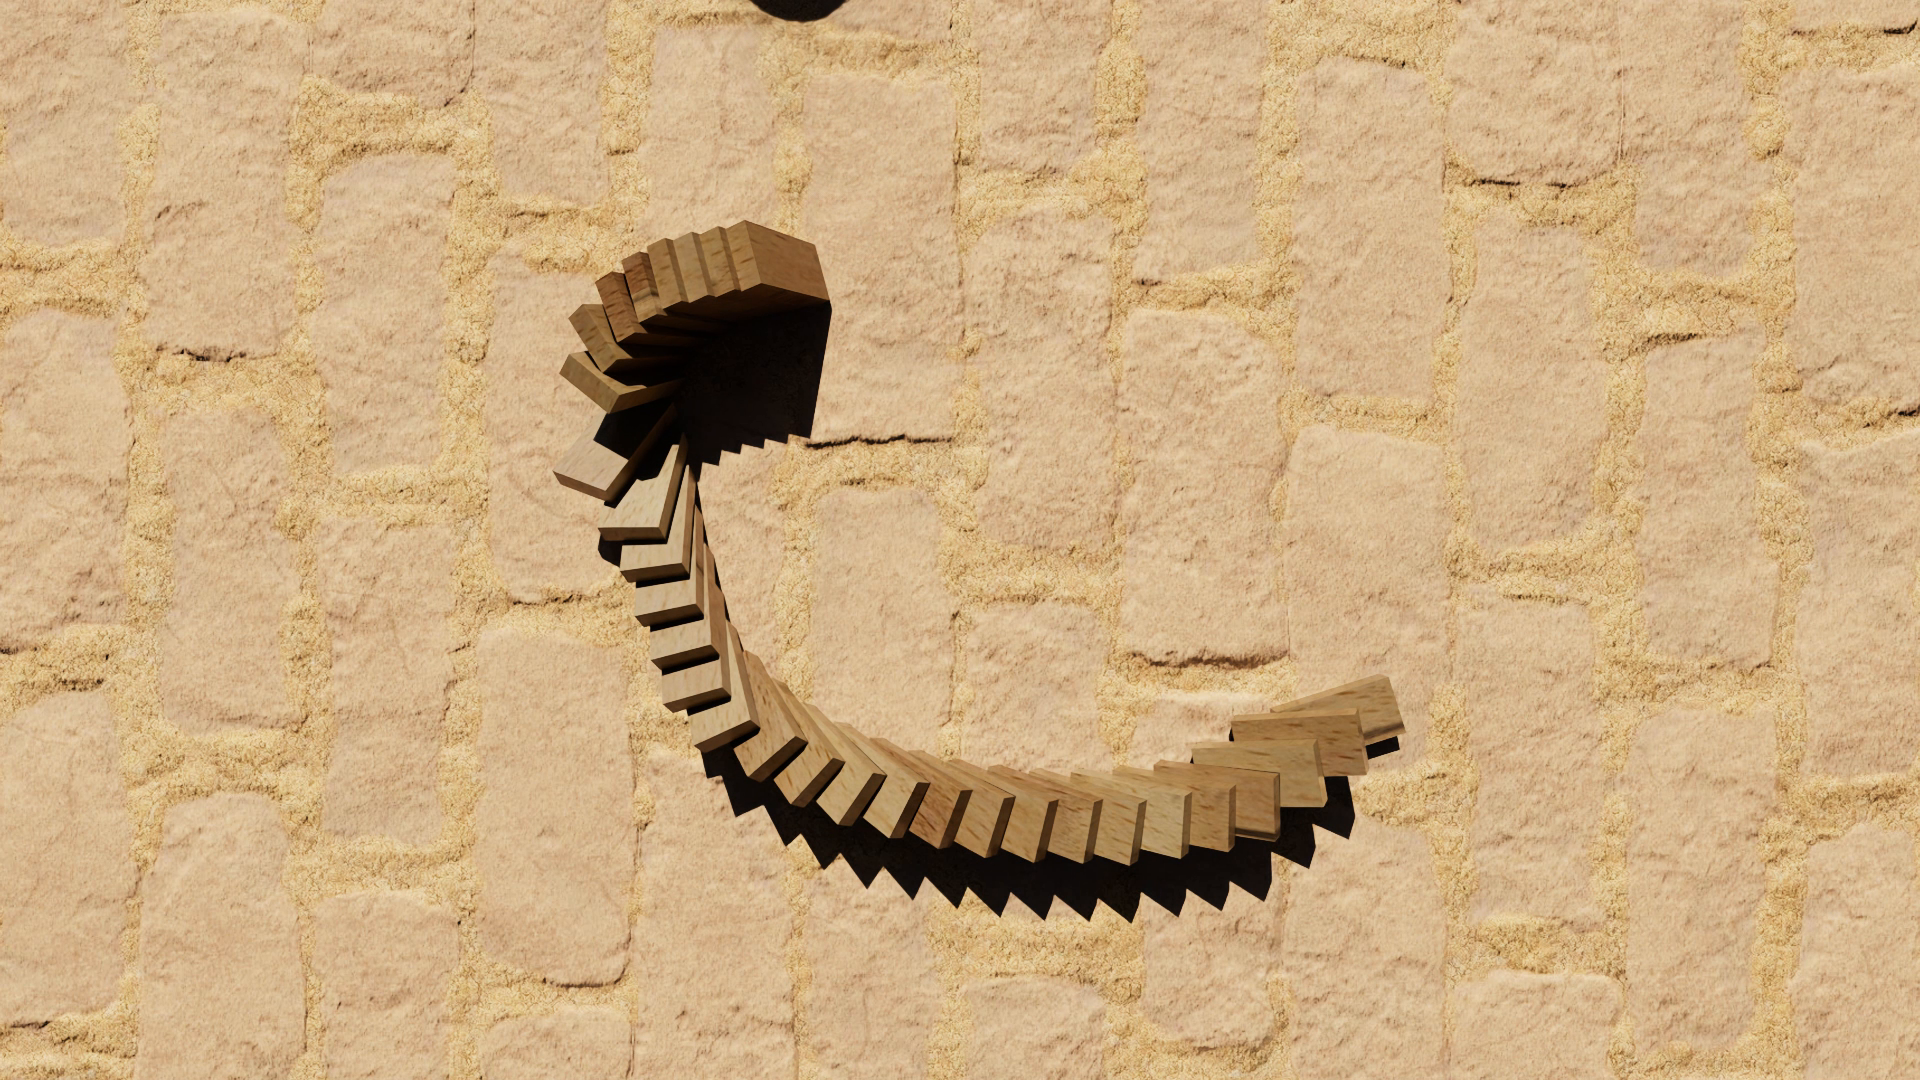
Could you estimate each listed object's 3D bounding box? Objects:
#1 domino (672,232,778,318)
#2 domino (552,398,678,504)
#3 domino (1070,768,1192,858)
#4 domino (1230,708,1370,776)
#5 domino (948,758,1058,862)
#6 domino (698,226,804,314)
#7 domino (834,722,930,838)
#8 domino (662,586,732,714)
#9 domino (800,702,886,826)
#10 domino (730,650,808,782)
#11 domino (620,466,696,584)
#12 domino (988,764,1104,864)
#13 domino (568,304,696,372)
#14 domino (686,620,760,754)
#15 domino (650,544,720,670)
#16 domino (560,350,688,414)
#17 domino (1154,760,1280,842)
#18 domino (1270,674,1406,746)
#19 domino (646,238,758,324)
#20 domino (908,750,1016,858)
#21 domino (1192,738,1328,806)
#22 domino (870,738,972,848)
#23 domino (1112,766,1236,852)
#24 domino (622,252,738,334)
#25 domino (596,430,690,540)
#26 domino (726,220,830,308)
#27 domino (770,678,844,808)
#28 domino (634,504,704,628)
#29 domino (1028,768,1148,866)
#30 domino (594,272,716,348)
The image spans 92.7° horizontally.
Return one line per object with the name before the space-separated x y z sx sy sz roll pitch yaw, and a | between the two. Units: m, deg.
domino | -0.094 -0.107 0.375 0.009 0.050 0.025 -15 90 24
domino | -0.143 -0.041 0.381 0.025 0.009 0.050 20 59 10
domino | 0.070 0.113 0.382 0.050 0.010 0.025 4 91 33
domino | 0.141 0.085 0.383 0.050 0.010 0.025 -11 91 31
domino | 0.015 0.112 0.383 0.050 0.009 0.025 14 90 33
domino | -0.084 -0.110 0.375 0.010 0.050 0.025 -15 90 24
domino | -0.039 0.099 0.382 0.050 0.010 0.025 27 90 34
domino | -0.111 0.044 0.382 0.025 0.009 0.050 -16 56 2
domino | -0.056 0.093 0.382 0.050 0.010 0.025 34 90 35
domino | -0.086 0.073 0.382 0.025 0.009 0.050 -41 54 0
domino | -0.125 -0.007 0.382 0.025 0.010 0.050 -8 56 0
domino | 0.033 0.114 0.383 0.050 0.010 0.025 10 90 32
domino | -0.133 -0.083 0.375 0.009 0.050 0.025 -32 90 25
domino | -0.102 0.060 0.382 0.025 0.009 0.050 -25 55 1
domino | -0.115 0.027 0.382 0.025 0.010 0.050 -15 56 1
domino | -0.136 -0.068 0.375 0.025 0.050 0.010 39 114 0
domino | 0.107 0.108 0.382 0.050 0.010 0.025 -1 91 33
domino | 0.163 0.078 0.395 0.050 0.009 0.025 -18 90 0
domino | -0.104 -0.105 0.375 0.009 0.050 0.025 -15 90 24
domino | -0.004 0.109 0.382 0.050 0.010 0.025 18 90 34
domino | 0.124 0.097 0.383 0.050 0.009 0.025 -10 90 32
domino | -0.021 0.105 0.382 0.050 0.010 0.025 21 90 34
domino | 0.089 0.111 0.382 0.050 0.009 0.025 1 91 33
domino | -0.114 -0.100 0.375 0.010 0.050 0.025 -16 90 24
domino | -0.131 -0.023 0.382 0.025 0.009 0.050 0 56 3
domino | -0.074 -0.112 0.375 0.010 0.050 0.025 -15 90 24
domino | -0.072 0.084 0.382 0.025 0.010 0.050 -48 55 0
domino | -0.121 0.010 0.382 0.025 0.010 0.050 -12 56 0
domino | 0.051 0.115 0.383 0.050 0.009 0.025 9 90 32
domino | -0.123 -0.093 0.375 0.010 0.050 0.025 -21 90 24
